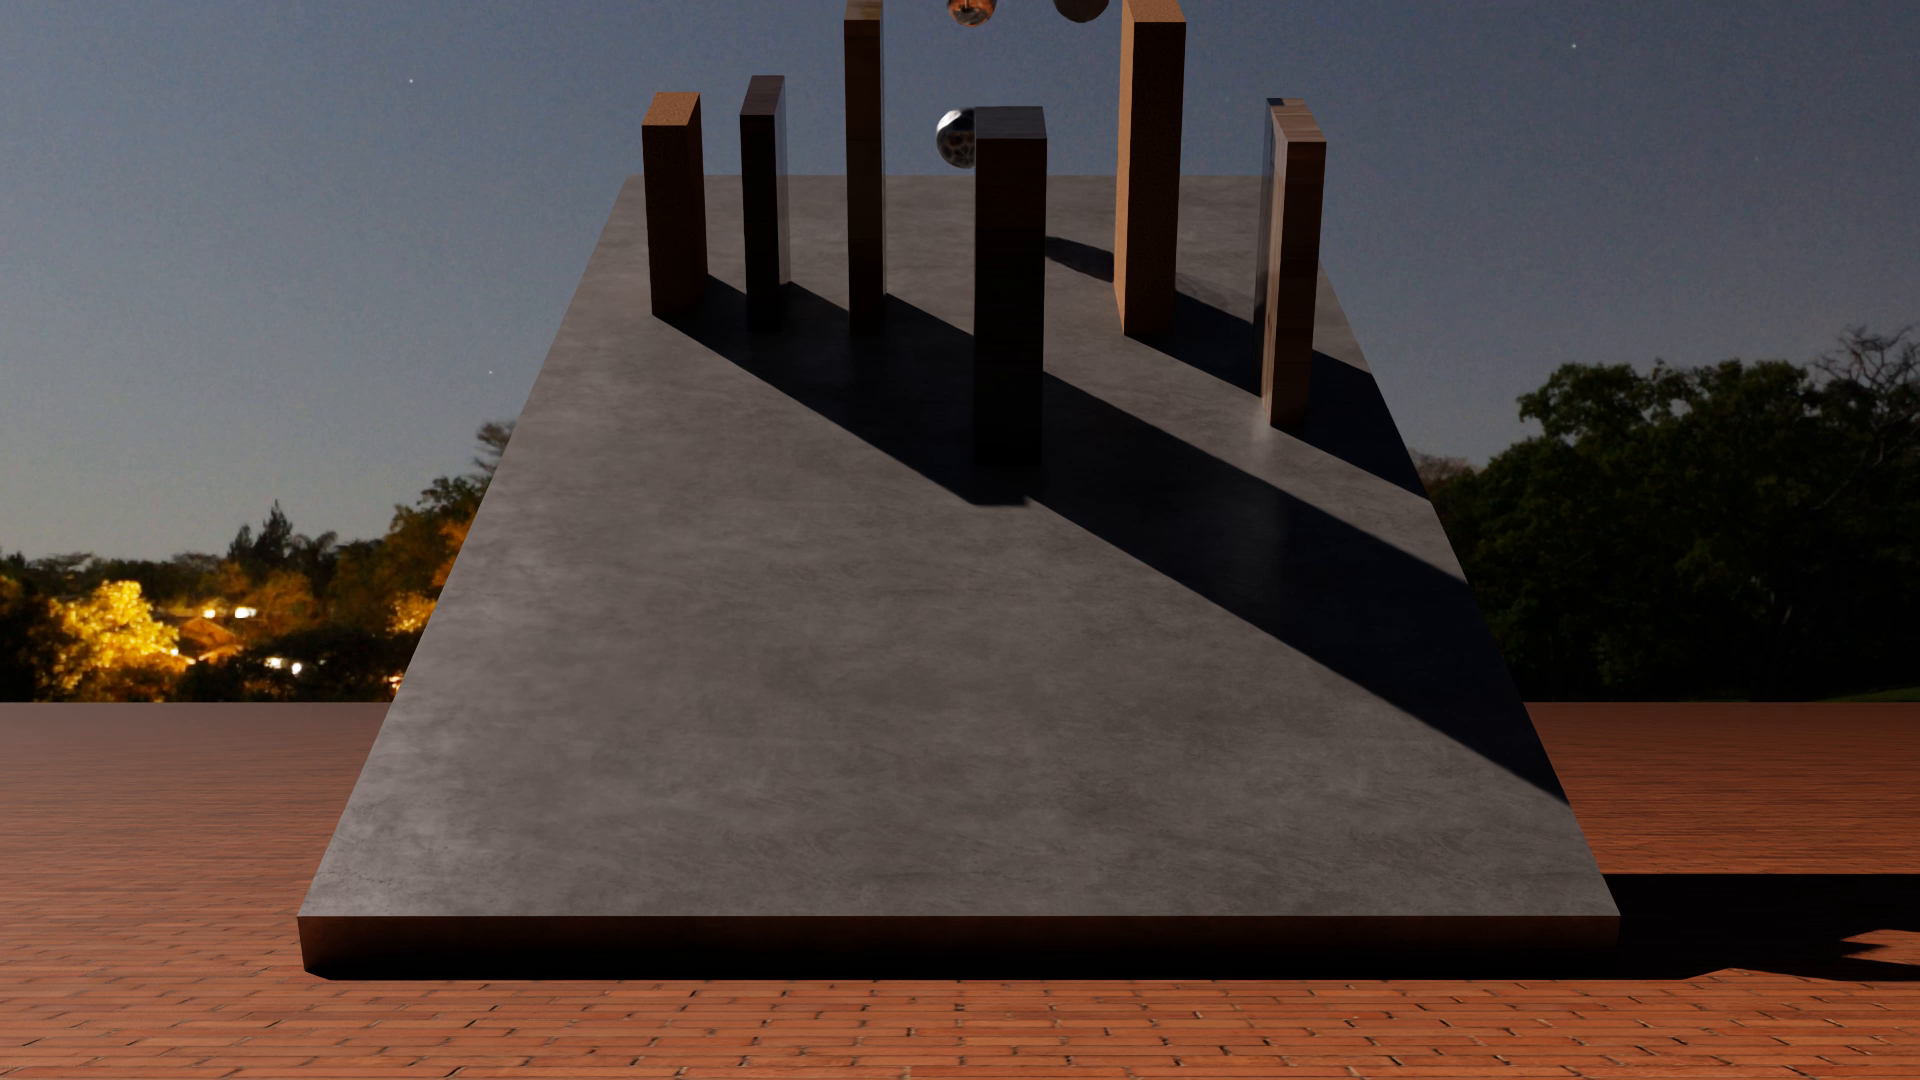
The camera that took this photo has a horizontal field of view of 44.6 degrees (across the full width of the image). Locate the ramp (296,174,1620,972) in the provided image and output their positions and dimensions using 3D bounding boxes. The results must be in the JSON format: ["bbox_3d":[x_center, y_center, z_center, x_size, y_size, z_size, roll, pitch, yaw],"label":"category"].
[{"bbox_3d":[-0.009,-0.229,5.369,2.000,0.100,4.000,0,25,0],"label":"ramp"}]

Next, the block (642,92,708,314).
[{"bbox_3d":[-0.733,-0.872,6.043,0.113,0.495,0.331,0,25,0],"label":"block"}]

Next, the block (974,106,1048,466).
[{"bbox_3d":[0.105,-0.548,5.071,0.146,0.730,0.262,0,25,0],"label":"block"}]

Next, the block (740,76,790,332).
[{"bbox_3d":[-0.491,-0.858,5.945,0.084,0.554,0.397,0,25,0],"label":"block"}]

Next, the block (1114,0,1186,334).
[{"bbox_3d":[0.472,-0.954,5.882,0.123,0.784,0.396,0,25,0],"label":"block"}]

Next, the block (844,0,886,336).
[{"bbox_3d":[-0.233,-0.940,5.843,0.085,0.789,0.328,0,25,0],"label":"block"}]

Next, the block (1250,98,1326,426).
[{"bbox_3d":[0.747,-0.638,5.351,0.084,0.660,0.377,0,25,0],"label":"block"}]

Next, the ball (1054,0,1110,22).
[{"bbox_3d":[0.365,-1.646,7.034,0.175,0.175,0.175,0,-4,0],"label":"ball"}]

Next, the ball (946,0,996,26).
[{"bbox_3d":[0.031,-1.500,6.514,0.140,0.140,0.140,0,-4,0],"label":"ball"}]

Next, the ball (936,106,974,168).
[{"bbox_3d":[0.016,-1.165,6.772,0.176,0.176,0.176,0,-4,0],"label":"ball"}]
